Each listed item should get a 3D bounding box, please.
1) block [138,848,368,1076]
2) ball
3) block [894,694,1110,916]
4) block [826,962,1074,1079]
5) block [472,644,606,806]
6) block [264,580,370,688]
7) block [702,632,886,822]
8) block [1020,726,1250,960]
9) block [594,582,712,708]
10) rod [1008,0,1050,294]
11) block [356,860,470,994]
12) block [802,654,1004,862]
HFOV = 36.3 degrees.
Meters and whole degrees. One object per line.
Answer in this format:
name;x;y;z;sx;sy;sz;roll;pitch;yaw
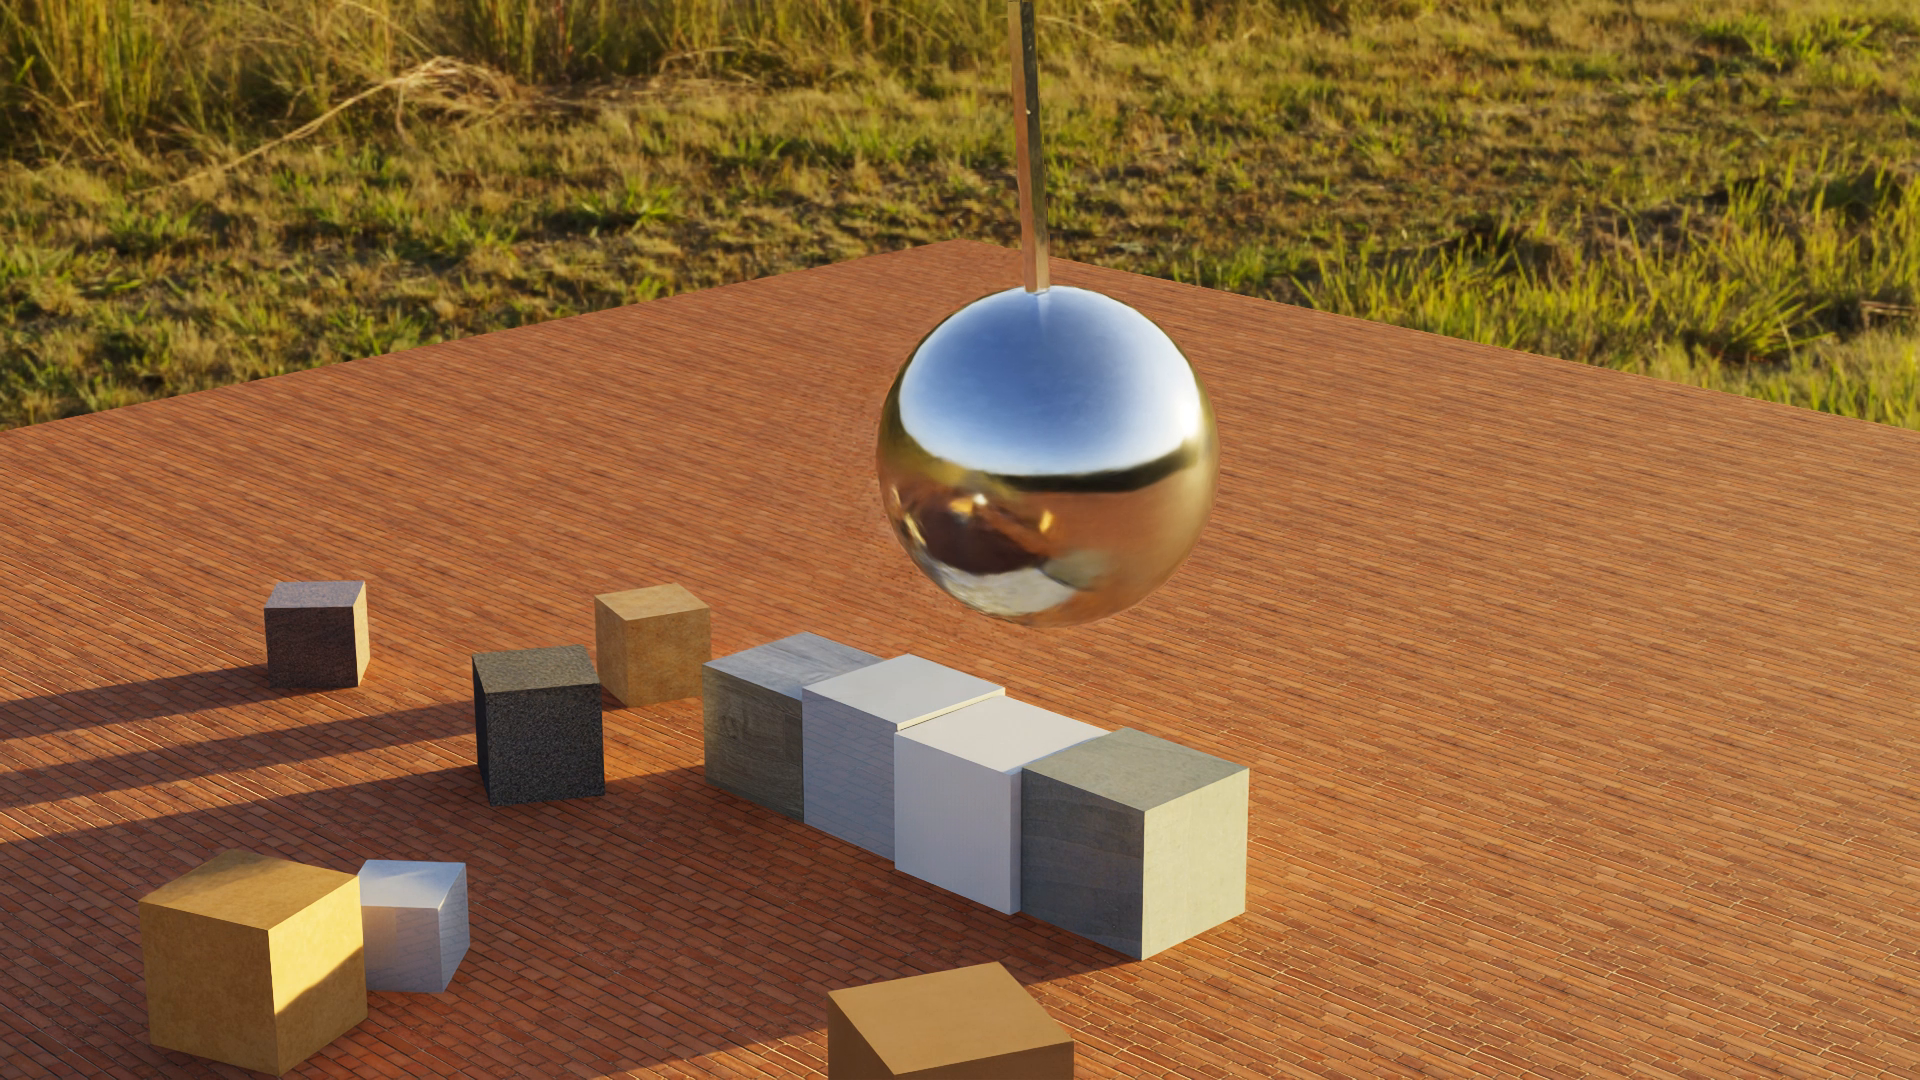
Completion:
block;-2.856;1.700;11.878;0.646;0.633;0.576;8;19;24
ball;0.407;-0.391;13.646;1.600;1.600;1.600;0;17;0
block;0.207;1.198;13.417;0.731;0.669;0.702;16;24;42
block;-0.043;2.039;10.805;0.690;0.631;0.704;-7;19;-21
block;-2.083;0.909;14.473;0.558;0.588;0.581;-5;18;-14
block;-3.495;0.511;15.955;0.475;0.457;0.445;-1;17;-3
block;-0.764;0.908;14.417;0.683;0.623;0.726;-17;24;-42
block;0.769;1.328;12.965;0.717;0.692;0.694;16;24;42
block;-1.647;0.561;15.742;0.478;0.489;0.467;-9;19;-26
rod;0.177;-3.551;12.411;0.080;5.200;0.080;17;29;42
block;-2.363;1.640;12.475;0.432;0.390;0.468;1;18;5
block;-0.267;1.025;13.932;0.690;0.690;0.665;-16;24;-41
